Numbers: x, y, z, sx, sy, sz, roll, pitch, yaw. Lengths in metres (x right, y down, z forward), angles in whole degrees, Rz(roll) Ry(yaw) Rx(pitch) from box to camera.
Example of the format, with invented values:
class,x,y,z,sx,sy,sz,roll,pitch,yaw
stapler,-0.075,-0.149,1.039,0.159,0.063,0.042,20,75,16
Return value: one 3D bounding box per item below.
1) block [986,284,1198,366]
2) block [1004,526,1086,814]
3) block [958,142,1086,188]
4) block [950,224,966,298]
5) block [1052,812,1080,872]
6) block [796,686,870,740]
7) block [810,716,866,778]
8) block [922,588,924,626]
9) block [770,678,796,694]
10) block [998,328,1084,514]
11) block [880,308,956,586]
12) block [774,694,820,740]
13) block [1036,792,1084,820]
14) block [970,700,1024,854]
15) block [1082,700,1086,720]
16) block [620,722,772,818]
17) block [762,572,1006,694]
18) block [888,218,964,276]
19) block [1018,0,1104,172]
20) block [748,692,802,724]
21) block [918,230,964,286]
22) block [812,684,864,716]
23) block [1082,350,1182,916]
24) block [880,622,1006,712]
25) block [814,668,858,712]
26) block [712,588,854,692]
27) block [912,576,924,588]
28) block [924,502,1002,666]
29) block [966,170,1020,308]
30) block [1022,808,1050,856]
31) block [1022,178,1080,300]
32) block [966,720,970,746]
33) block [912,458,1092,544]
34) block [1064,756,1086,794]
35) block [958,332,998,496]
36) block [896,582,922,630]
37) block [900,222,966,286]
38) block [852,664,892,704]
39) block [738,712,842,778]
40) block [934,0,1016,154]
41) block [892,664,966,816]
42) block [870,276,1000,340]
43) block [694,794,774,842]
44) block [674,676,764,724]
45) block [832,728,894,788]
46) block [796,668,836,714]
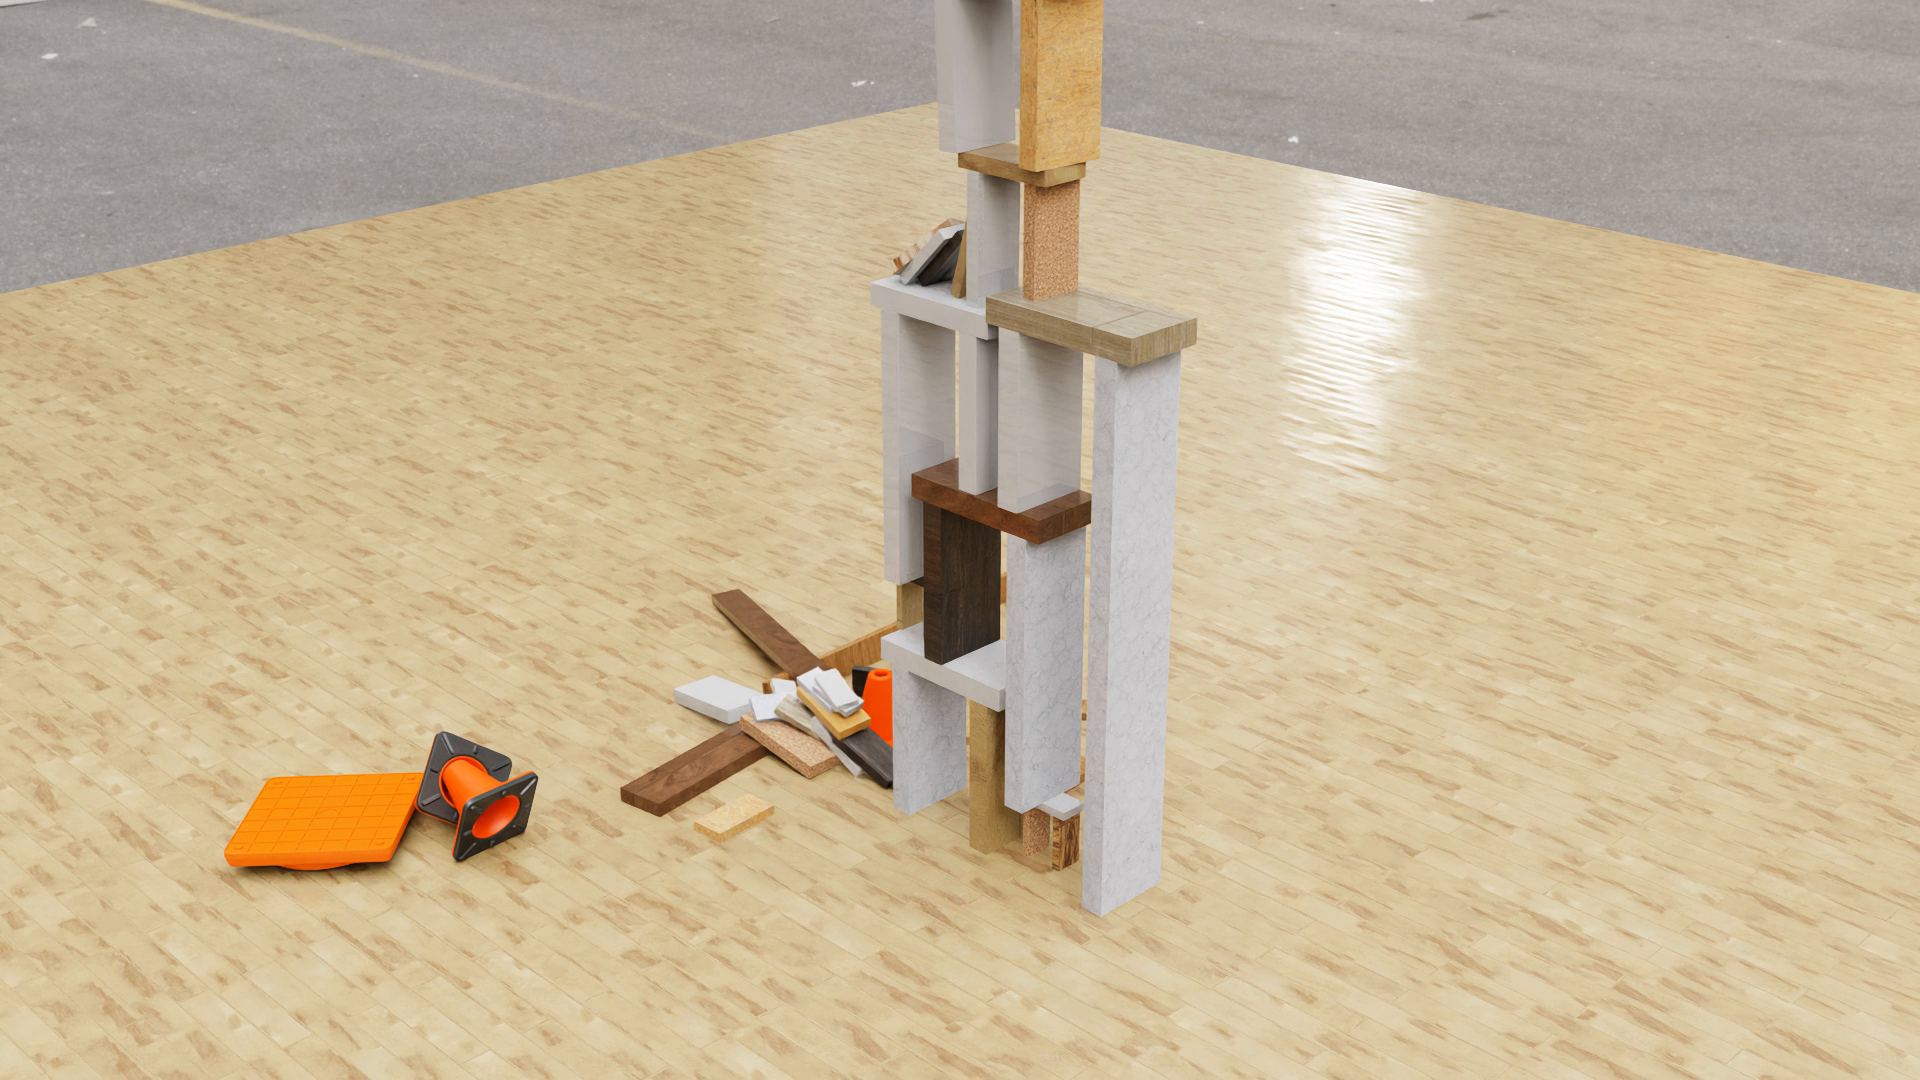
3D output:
class,x,y,z,sx,sy,sz,roll,pitch,yaw
block,0.225,-0.381,3.814,0.170,0.048,0.340,-21,31,-40
block,0.160,0.232,4.147,0.164,0.567,0.047,-21,31,-41
block,0.107,-0.655,3.827,0.208,0.029,0.104,21,31,41
block,0.032,-0.515,3.975,0.076,0.153,0.022,-21,46,-40
block,0.205,0.577,4.251,0.059,0.117,0.017,-21,31,-41
block,-0.267,0.351,4.641,0.080,0.023,0.160,-23,48,-30
block,-0.236,0.425,4.641,0.080,0.023,0.160,-21,58,-41
block,-0.047,0.138,4.339,0.016,0.113,0.057,21,31,40
block,-0.378,0.335,4.773,0.052,0.015,0.104,10,23,-18
block,0.146,-0.234,3.964,0.170,0.340,0.048,-21,31,-40
block,-0.078,-0.192,4.224,0.153,0.551,0.043,-21,31,-40
block,-0.333,0.376,4.675,0.113,0.016,0.057,31,40,7
block,0.177,0.505,4.251,0.117,0.017,0.058,21,31,41
block,0.092,0.438,4.311,0.046,0.326,0.163,21,31,41
block,0.258,0.374,4.855,0.131,0.019,0.066,2,23,6
block,-0.529,0.470,4.612,0.109,0.031,0.402,16,28,34
block,-0.104,0.207,5.186,0.019,0.066,0.961,12,25,42
block,-0.056,-0.538,4.054,0.150,0.021,0.075,-34,-12,20
block,0.171,-0.783,3.709,0.149,0.299,0.042,-19,29,-37
block,-0.389,0.357,4.699,0.113,0.016,0.057,-5,59,-26
block,-0.009,-0.521,4.026,0.077,0.153,0.022,-21,75,-40
block,-0.256,0.327,4.618,0.104,0.015,0.052,36,48,30
block,0.306,0.172,3.962,0.170,1.087,0.048,-21,31,-41
block,0.016,0.237,4.309,0.326,0.046,0.163,21,31,41
block,-0.260,0.314,4.609,0.052,0.015,0.104,-16,45,-26
block,-0.417,0.237,5.049,0.073,0.021,0.810,-13,19,-20
block,-0.075,0.068,4.337,0.057,0.016,0.113,-21,31,-40
block,0.005,0.062,4.243,0.047,0.329,0.164,21,31,41
block,0.059,-0.545,3.923,0.104,0.248,0.029,-21,31,-40
block,0.150,0.555,4.302,0.058,0.117,0.017,-21,31,-41
block,0.159,-0.530,3.836,0.104,0.208,0.029,-18,29,-36
block,0.032,0.414,4.759,0.146,0.021,0.073,-7,24,-17
block,0.083,-0.081,4.098,0.329,0.047,0.164,21,31,41
block,0.219,0.489,4.581,0.073,0.021,0.146,18,29,36
block,0.067,-0.249,4.045,0.043,0.305,0.153,21,31,41
block,-0.101,0.117,4.387,0.016,0.113,0.057,21,31,40
block,-0.043,-0.525,4.035,0.076,0.153,0.022,-21,75,-40
block,-0.162,0.327,4.894,0.159,0.075,0.021,7,24,17
block,-0.354,0.421,4.670,0.219,0.031,0.109,32,36,32
block,0.027,-0.838,3.838,0.042,0.299,0.149,18,29,42
block,-0.061,0.378,4.452,0.046,0.326,0.163,21,31,41
block,-0.005,-0.437,4.043,0.305,0.043,0.153,21,31,41
block,-0.453,0.558,4.419,0.075,0.021,0.150,19,29,37
block,-0.527,0.351,4.853,0.109,0.031,0.219,-18,21,-36
block,-0.182,0.448,4.597,0.160,0.023,0.080,39,41,23
block,-0.288,0.317,4.648,0.057,0.016,0.113,-26,50,-33
